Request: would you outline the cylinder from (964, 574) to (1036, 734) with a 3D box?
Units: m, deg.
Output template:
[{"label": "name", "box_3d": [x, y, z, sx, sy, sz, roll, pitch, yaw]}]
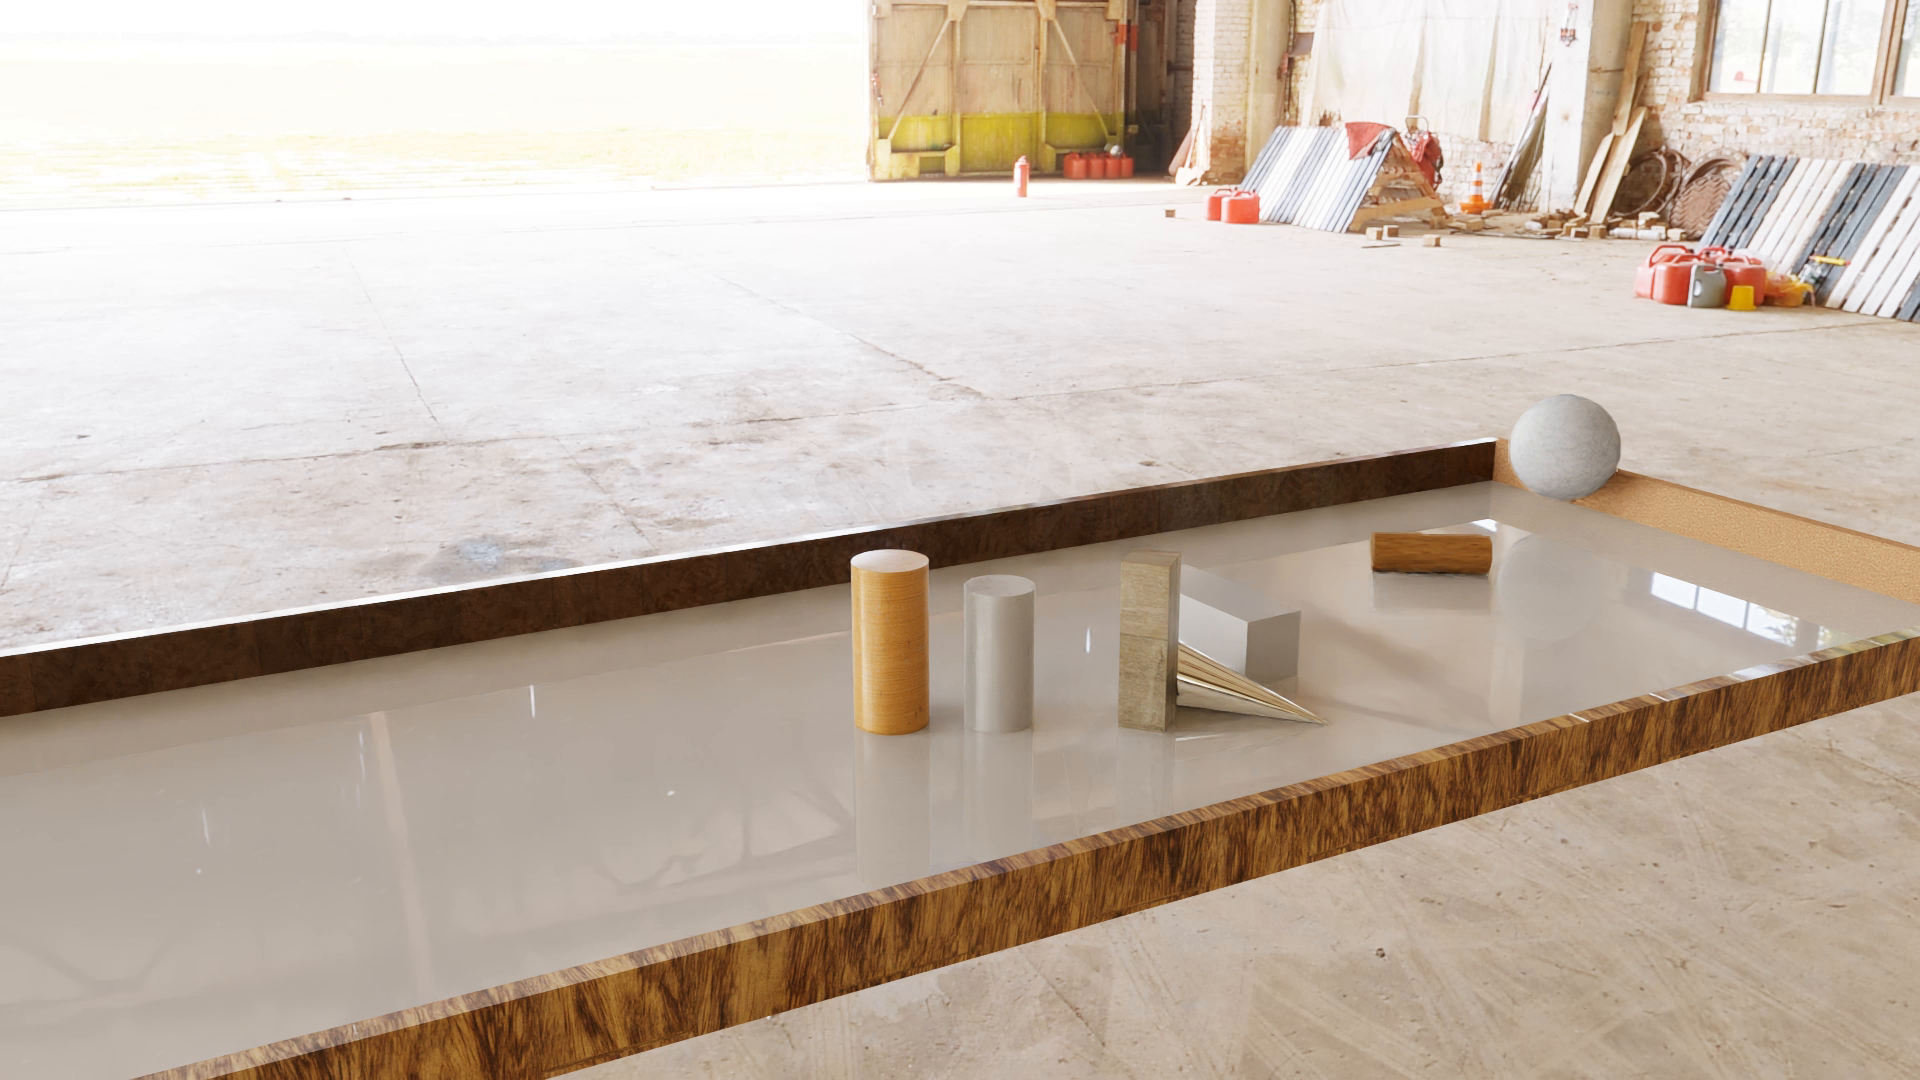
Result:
[{"label": "cylinder", "box_3d": [0.092, 0.265, 3.858, 0.165, 0.335, 0.165, 0, 16, 0]}]

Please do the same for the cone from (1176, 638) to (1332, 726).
[{"label": "cone", "box_3d": [0.673, 0.370, 3.940, 0.443, 0.176, 0.176, 18, 21, 17]}]

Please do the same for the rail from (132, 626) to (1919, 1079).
[{"label": "rail", "box_3d": [-2.336, 1.006, 1.665, 12.000, 0.150, 0.050, -9, 18, -27]}]

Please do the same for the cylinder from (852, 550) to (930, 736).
[{"label": "cylinder", "box_3d": [-0.161, 0.237, 3.845, 0.179, 0.396, 0.179, 0, 16, 0]}]

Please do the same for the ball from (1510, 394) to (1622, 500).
[{"label": "ball", "box_3d": [2.049, -0.314, 5.587, 0.356, 0.356, 0.356, 0, 16, 0]}]

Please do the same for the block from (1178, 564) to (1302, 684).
[{"label": "block", "box_3d": [0.662, 0.218, 4.305, 0.174, 0.174, 0.460, -10, 19, -30]}]

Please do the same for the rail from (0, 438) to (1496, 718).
[{"label": "rail", "box_3d": [-3.305, 0.497, 3.399, 12.000, 0.150, 0.050, -9, 18, -27]}]

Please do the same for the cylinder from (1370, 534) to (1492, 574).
[{"label": "cylinder", "box_3d": [1.428, 0.043, 5.009, 0.343, 0.114, 0.114, 2, 16, 7]}]

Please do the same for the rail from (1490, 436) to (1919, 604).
[{"label": "rail", "box_3d": [2.466, -0.048, 5.253, 0.050, 0.150, 2.100, -9, 18, -27]}]

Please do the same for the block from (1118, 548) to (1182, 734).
[{"label": "block", "box_3d": [0.440, 0.233, 3.833, 0.112, 0.408, 0.112, 6, 19, 20]}]
